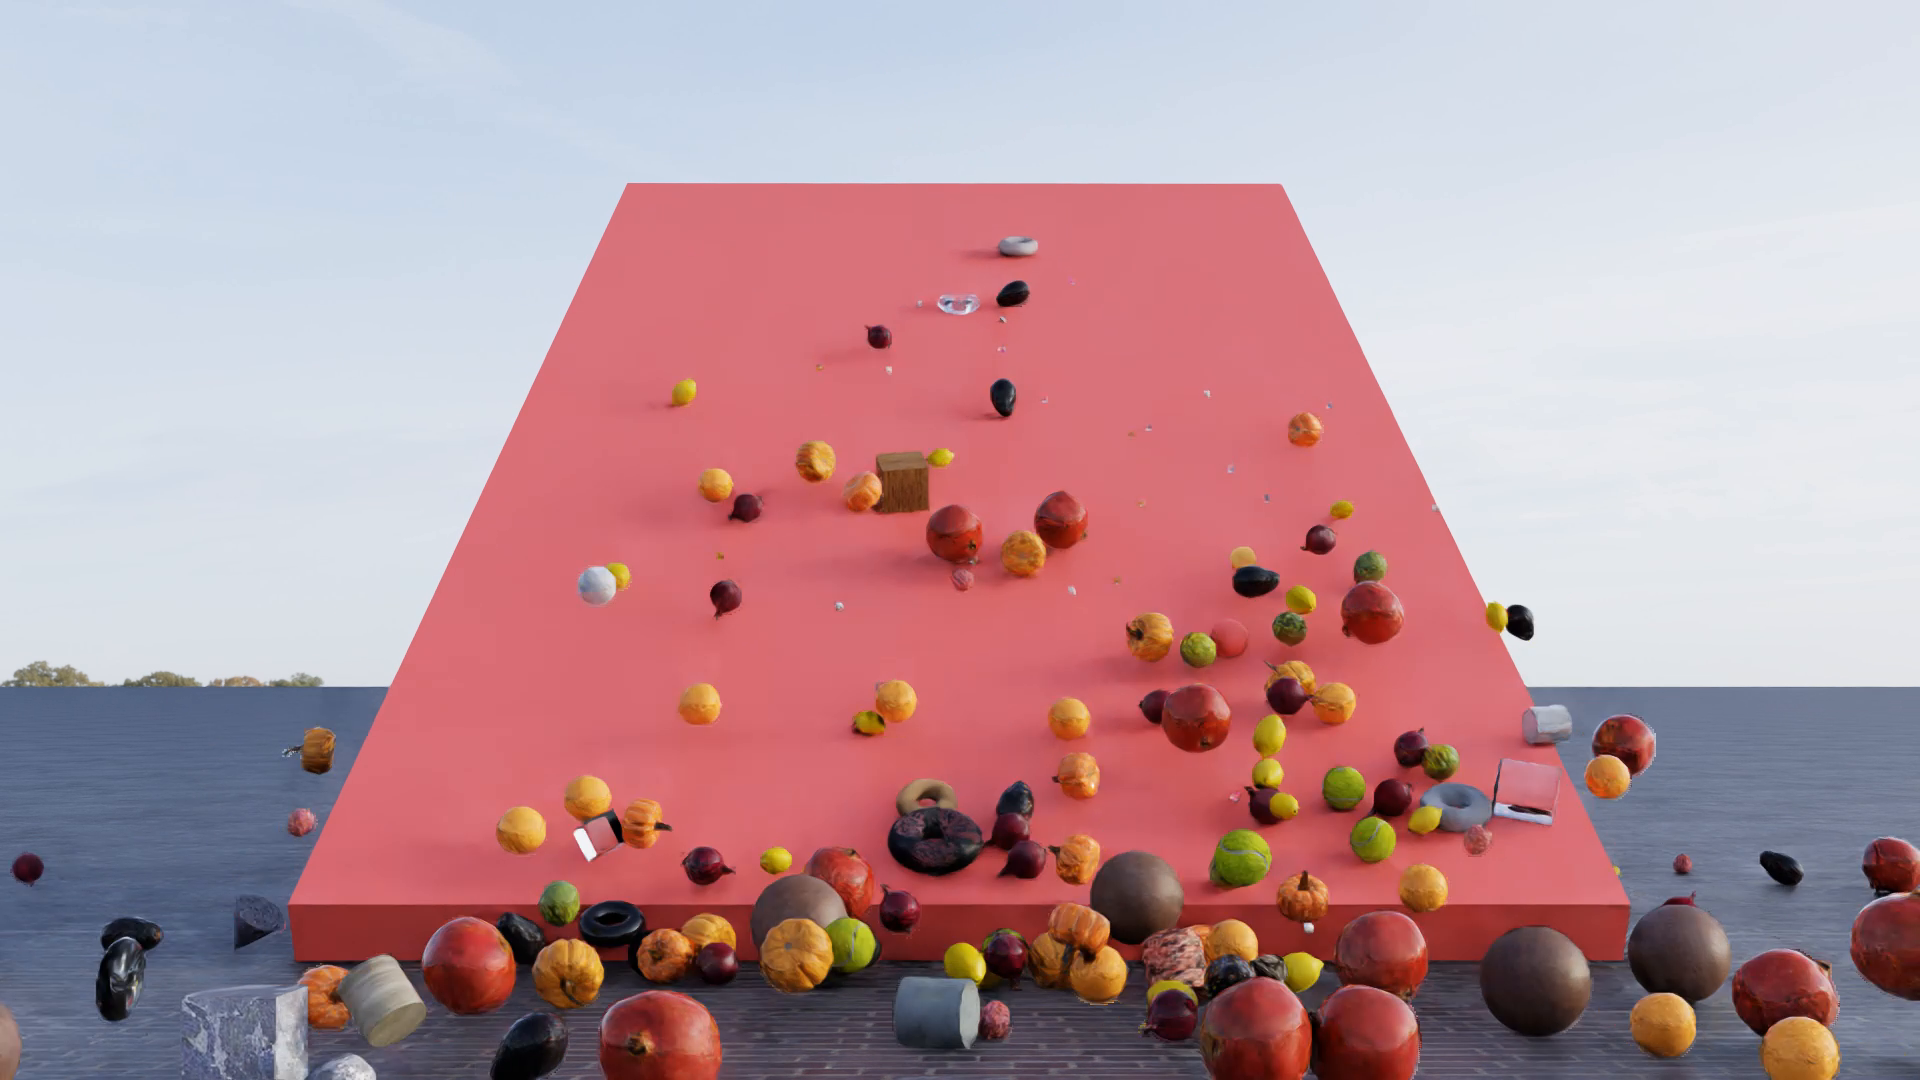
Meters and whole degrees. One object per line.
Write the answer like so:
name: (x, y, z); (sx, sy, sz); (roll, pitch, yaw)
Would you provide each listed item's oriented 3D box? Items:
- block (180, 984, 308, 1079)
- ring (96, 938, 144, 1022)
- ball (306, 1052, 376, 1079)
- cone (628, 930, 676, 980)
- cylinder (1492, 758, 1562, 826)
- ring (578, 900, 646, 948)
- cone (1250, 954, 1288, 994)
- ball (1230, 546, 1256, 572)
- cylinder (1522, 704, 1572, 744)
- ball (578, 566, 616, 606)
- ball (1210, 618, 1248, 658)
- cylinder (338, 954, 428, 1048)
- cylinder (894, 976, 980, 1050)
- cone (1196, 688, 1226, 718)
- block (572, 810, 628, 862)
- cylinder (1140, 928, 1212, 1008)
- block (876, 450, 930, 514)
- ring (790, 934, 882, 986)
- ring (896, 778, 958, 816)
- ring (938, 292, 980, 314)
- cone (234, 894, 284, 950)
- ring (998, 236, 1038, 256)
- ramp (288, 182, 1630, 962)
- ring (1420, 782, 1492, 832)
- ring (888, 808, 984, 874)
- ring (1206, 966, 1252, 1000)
block: (-0.745, 0.520, 2.429); (0.098, 0.098, 0.098); (0, -3, 3)
ring: (-0.977, 0.512, 2.709); (0.033, 0.098, 0.098); (7, -4, -2)
ball: (-0.590, 0.523, 2.220); (0.067, 0.067, 0.067); (0, -3, 0)
cone: (-0.428, 0.584, 3.320); (0.071, 0.071, 0.071); (-1, 2, 11)
cylinder: (0.896, 0.398, 3.679); (0.093, 0.093, 0.093); (9, -1, 18)
ring: (-0.507, 0.559, 3.392); (0.098, 0.033, 0.098); (0, 25, 0)
cone: (0.378, 0.538, 2.932); (0.053, 0.053, 0.053); (-2, -30, 34)
ball: (0.551, 0.038, 4.535); (0.051, 0.051, 0.051); (0, -3, 0)
cylinder: (0.987, 0.310, 3.917); (0.061, 0.061, 0.061); (-4, -3, -11)
ball: (-0.624, 0.079, 4.000); (0.067, 0.067, 0.067); (0, -3, 0)
ball: (0.486, 0.177, 4.199); (0.070, 0.070, 0.070); (0, -3, 0)
cylinder: (-0.615, 0.491, 2.478); (0.069, 0.069, 0.069); (48, 23, 27)
cylinder: (-0.026, 0.545, 2.684); (0.078, 0.078, 0.078); (-1, -3, 17)
cone: (0.424, 0.282, 4.022); (0.053, 0.053, 0.053); (1, -4, -14)
block: (-0.552, 0.454, 3.571); (0.052, 0.052, 0.052); (-21, -13, -38)
cylinder: (0.271, 0.540, 2.932); (0.077, 0.077, 0.077); (-7, -30, -4)
block: (-0.120, -0.120, 4.830); (0.096, 0.096, 0.096); (-5, 25, -11)
ring: (-0.174, 0.585, 3.241); (0.135, 0.045, 0.135); (-19, -5, -2)
ring: (-0.052, 0.417, 3.692); (0.098, 0.033, 0.098); (0, 37, 0)
ring: (-0.003, -0.611, 6.003); (0.108, 0.036, 0.108); (1, 23, 0)
cone: (-1.112, 0.610, 3.626); (0.083, 0.083, 0.083); (33, 16, -11)
ring: (0.163, -0.815, 6.456); (0.112, 0.037, 0.112); (1, 23, 0)
ramp: (-0.008, -0.228, 5.312); (2.000, 0.100, 4.000); (0, 24, 0)
ring: (0.786, 0.424, 3.690); (0.115, 0.038, 0.115); (-1, 25, 0)
ring: (-0.038, 0.463, 3.584); (0.147, 0.049, 0.147); (1, 26, -1)
ring: (0.343, 0.594, 3.118); (0.103, 0.034, 0.103); (0, -3, 0)
